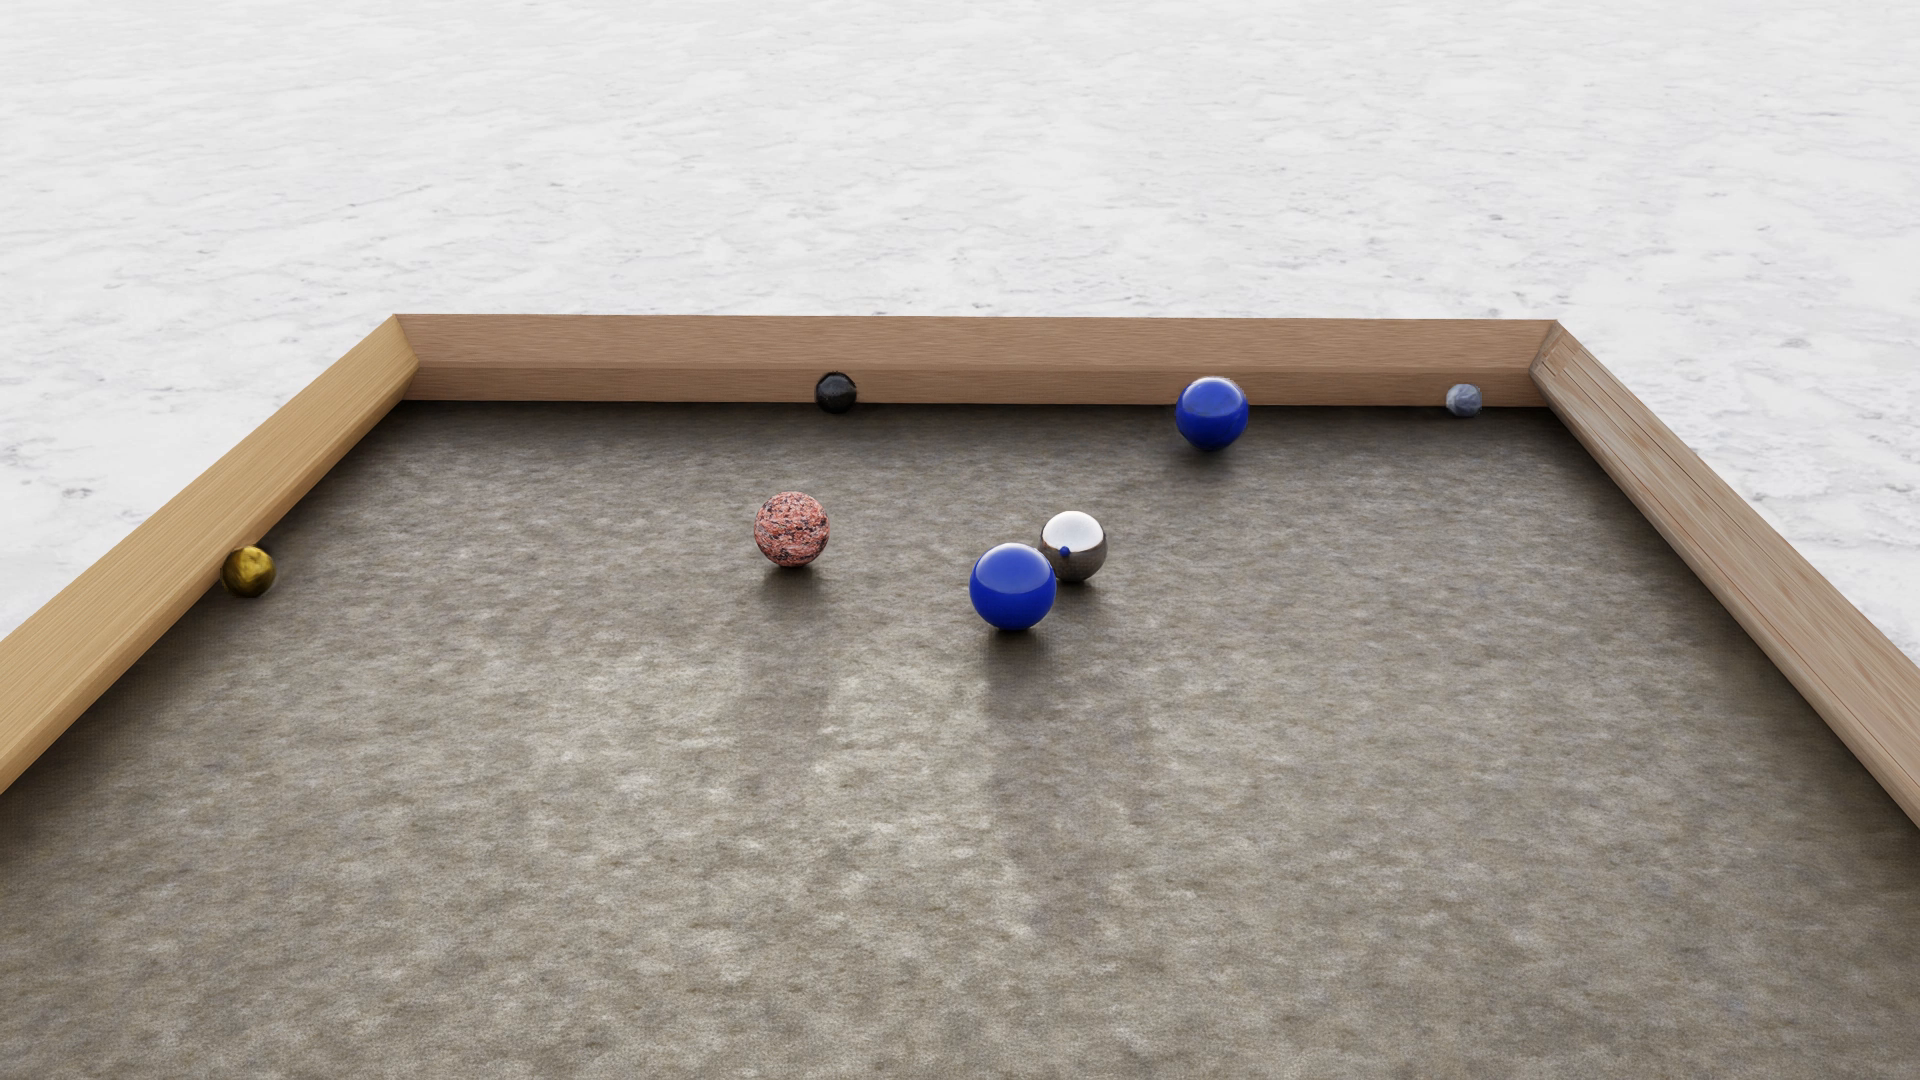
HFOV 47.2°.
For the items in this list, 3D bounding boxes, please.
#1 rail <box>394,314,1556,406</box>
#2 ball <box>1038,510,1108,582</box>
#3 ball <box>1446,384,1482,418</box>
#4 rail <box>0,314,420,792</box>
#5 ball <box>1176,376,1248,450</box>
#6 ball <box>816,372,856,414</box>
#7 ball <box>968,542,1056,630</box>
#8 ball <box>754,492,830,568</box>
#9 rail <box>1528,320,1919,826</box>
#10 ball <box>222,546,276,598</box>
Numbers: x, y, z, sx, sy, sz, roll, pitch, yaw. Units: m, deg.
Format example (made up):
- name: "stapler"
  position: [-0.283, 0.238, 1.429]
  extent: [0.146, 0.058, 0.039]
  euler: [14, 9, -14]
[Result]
- name: "rail"
  position: [0.016, -0.257, 3.202]
  extent: [1.697, 0.129, 0.045]
  euler: [0, 19, 1]
- name: "ball"
  position: [0.128, 0.007, 2.498]
  extent: [0.081, 0.081, 0.081]
  euler: [0, 19, 0]
- name: "ball"
  position: [0.724, -0.200, 3.161]
  extent: [0.050, 0.050, 0.050]
  euler: [0, 19, 0]
- name: "rail"
  position: [-0.842, 0.209, 1.822]
  extent: [0.045, 0.129, 2.998]
  euler: [0, 19, 1]
- name: "ball"
  position: [0.344, -0.173, 3.003]
  extent: [0.099, 0.099, 0.099]
  euler: [0, 19, 0]
- name: "ball"
  position: [-0.179, -0.213, 3.183]
  extent: [0.059, 0.059, 0.059]
  euler: [0, 19, 0]
- name: "ball"
  position: [0.056, 0.050, 2.351]
  extent: [0.094, 0.094, 0.094]
  euler: [0, 19, 0]
- name: "ball"
  position: [-0.195, -0.013, 2.546]
  extent: [0.088, 0.088, 0.088]
  euler: [0, 19, 0]
- name: "rail"
  position: [0.807, 0.221, 1.787]
  extent: [0.045, 0.129, 2.998]
  euler: [0, 19, 1]
- name: "ball"
  position: [-0.793, 0.036, 2.451]
  extent: [0.057, 0.057, 0.057]
  euler: [0, 19, 0]
